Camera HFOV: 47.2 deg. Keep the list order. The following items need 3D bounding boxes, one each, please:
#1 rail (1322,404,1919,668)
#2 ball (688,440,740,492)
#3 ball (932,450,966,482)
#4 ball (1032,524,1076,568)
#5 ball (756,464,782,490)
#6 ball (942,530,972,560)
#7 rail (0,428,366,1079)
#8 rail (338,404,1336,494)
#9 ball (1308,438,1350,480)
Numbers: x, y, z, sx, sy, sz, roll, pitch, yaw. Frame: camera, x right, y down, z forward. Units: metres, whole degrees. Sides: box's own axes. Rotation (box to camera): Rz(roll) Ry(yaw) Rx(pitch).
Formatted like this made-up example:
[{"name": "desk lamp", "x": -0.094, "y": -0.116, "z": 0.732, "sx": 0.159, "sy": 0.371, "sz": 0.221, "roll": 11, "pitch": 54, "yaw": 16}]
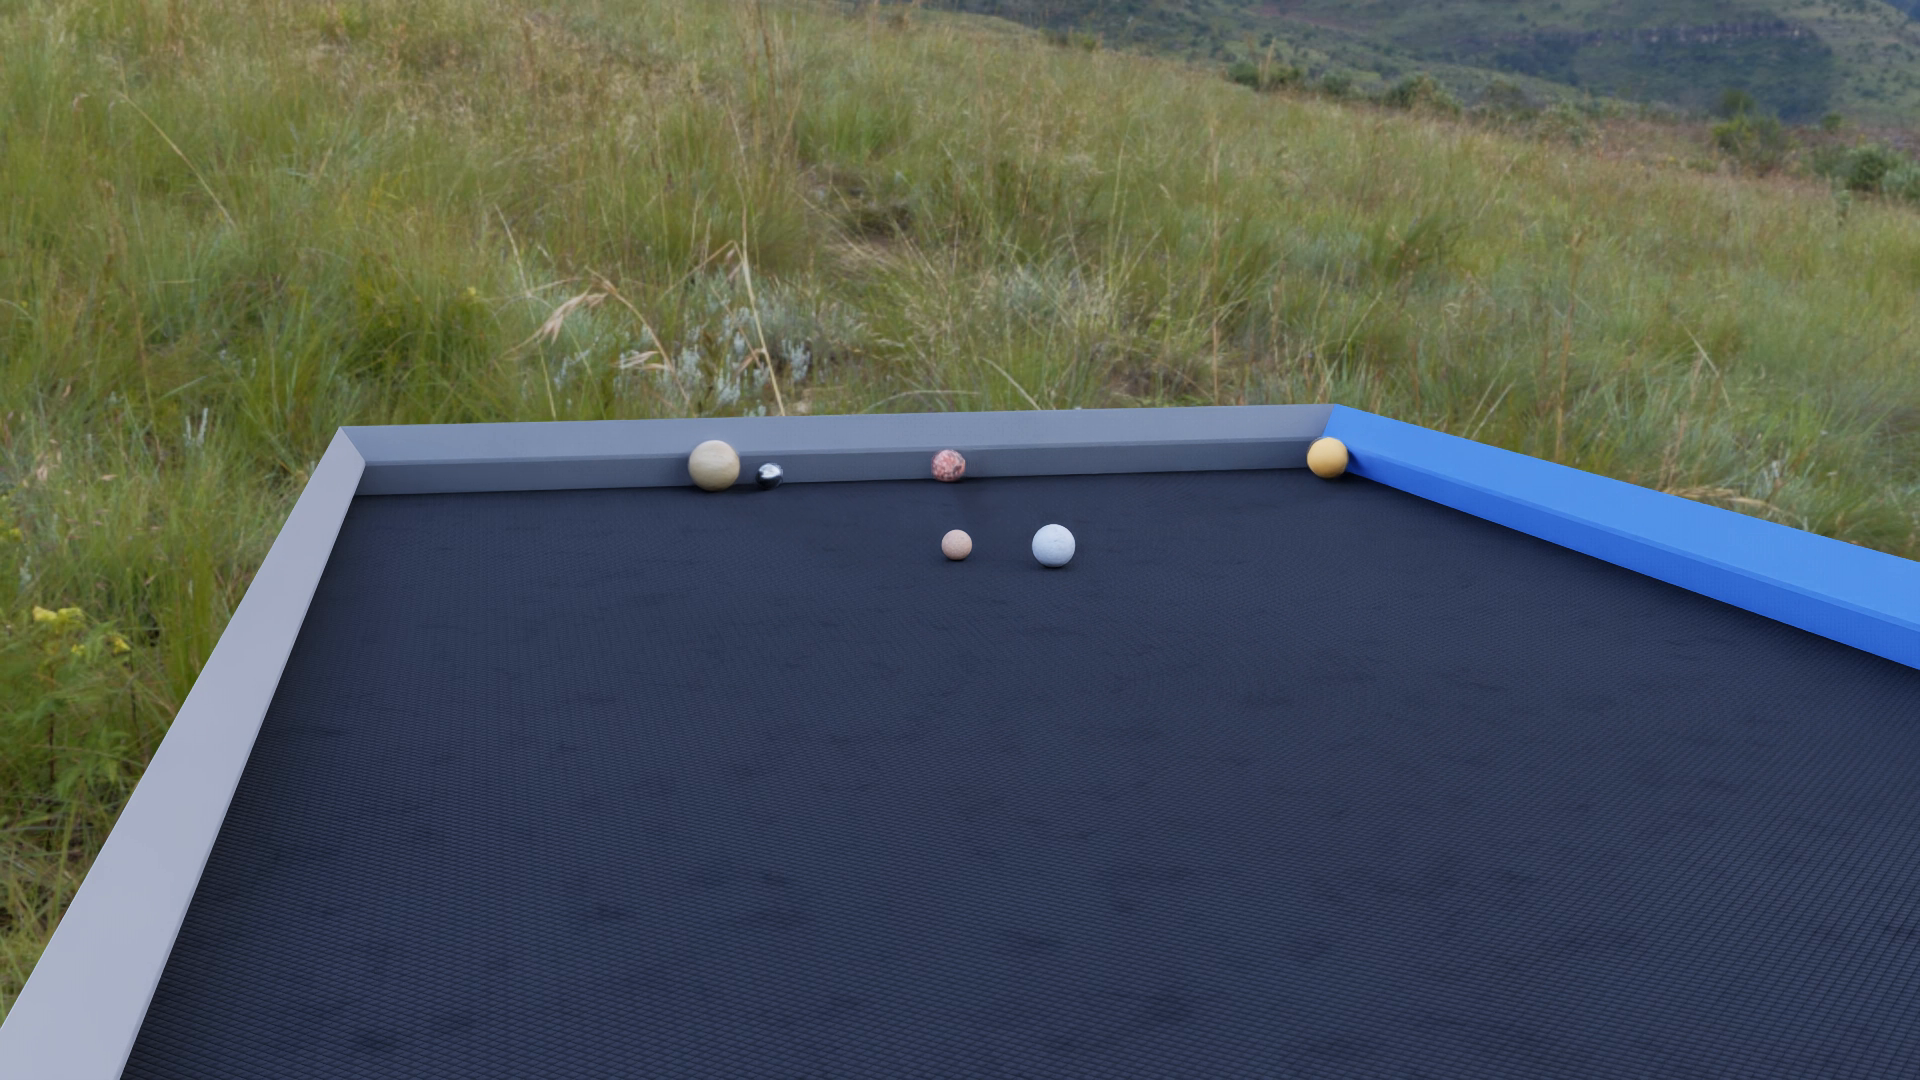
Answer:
[{"name": "rail", "x": 1.093, "y": 0.081, "z": 2.626, "sx": 0.045, "sy": 0.124, "sz": 3.568, "roll": -2, "pitch": 10, "yaw": -12}, {"name": "ball", "x": -0.448, "y": -0.135, "z": 4.010, "sx": 0.095, "sy": 0.095, "sz": 0.095, "roll": 0, "pitch": 10, "yaw": 0}, {"name": "ball", "x": -0.021, "y": -0.139, "z": 4.131, "sx": 0.062, "sy": 0.062, "sz": 0.062, "roll": 0, "pitch": 10, "yaw": 0}, {"name": "ball", "x": 0.138, "y": 0.009, "z": 3.246, "sx": 0.064, "sy": 0.064, "sz": 0.064, "roll": 0, "pitch": 10, "yaw": 0}, {"name": "ball", "x": -0.351, "y": -0.116, "z": 4.038, "sx": 0.048, "sy": 0.048, "sz": 0.048, "roll": 0, "pitch": 10, "yaw": 0}, {"name": "ball", "x": -0.005, "y": 0.008, "z": 3.306, "sx": 0.046, "sy": 0.046, "sz": 0.046, "roll": 0, "pitch": 10, "yaw": 0}, {"name": "rail", "x": -0.720, "y": 0.145, "z": 2.244, "sx": 0.045, "sy": 0.124, "sz": 3.568, "roll": -2, "pitch": 10, "yaw": -12}, {"name": "rail", "x": -0.181, "y": -0.171, "z": 4.132, "sx": 1.901, "sy": 0.124, "sz": 0.045, "roll": -2, "pitch": 10, "yaw": -12}, {"name": "ball", "x": 0.700, "y": -0.155, "z": 4.177, "sx": 0.078, "sy": 0.078, "sz": 0.078, "roll": 0, "pitch": 10, "yaw": 0}]
